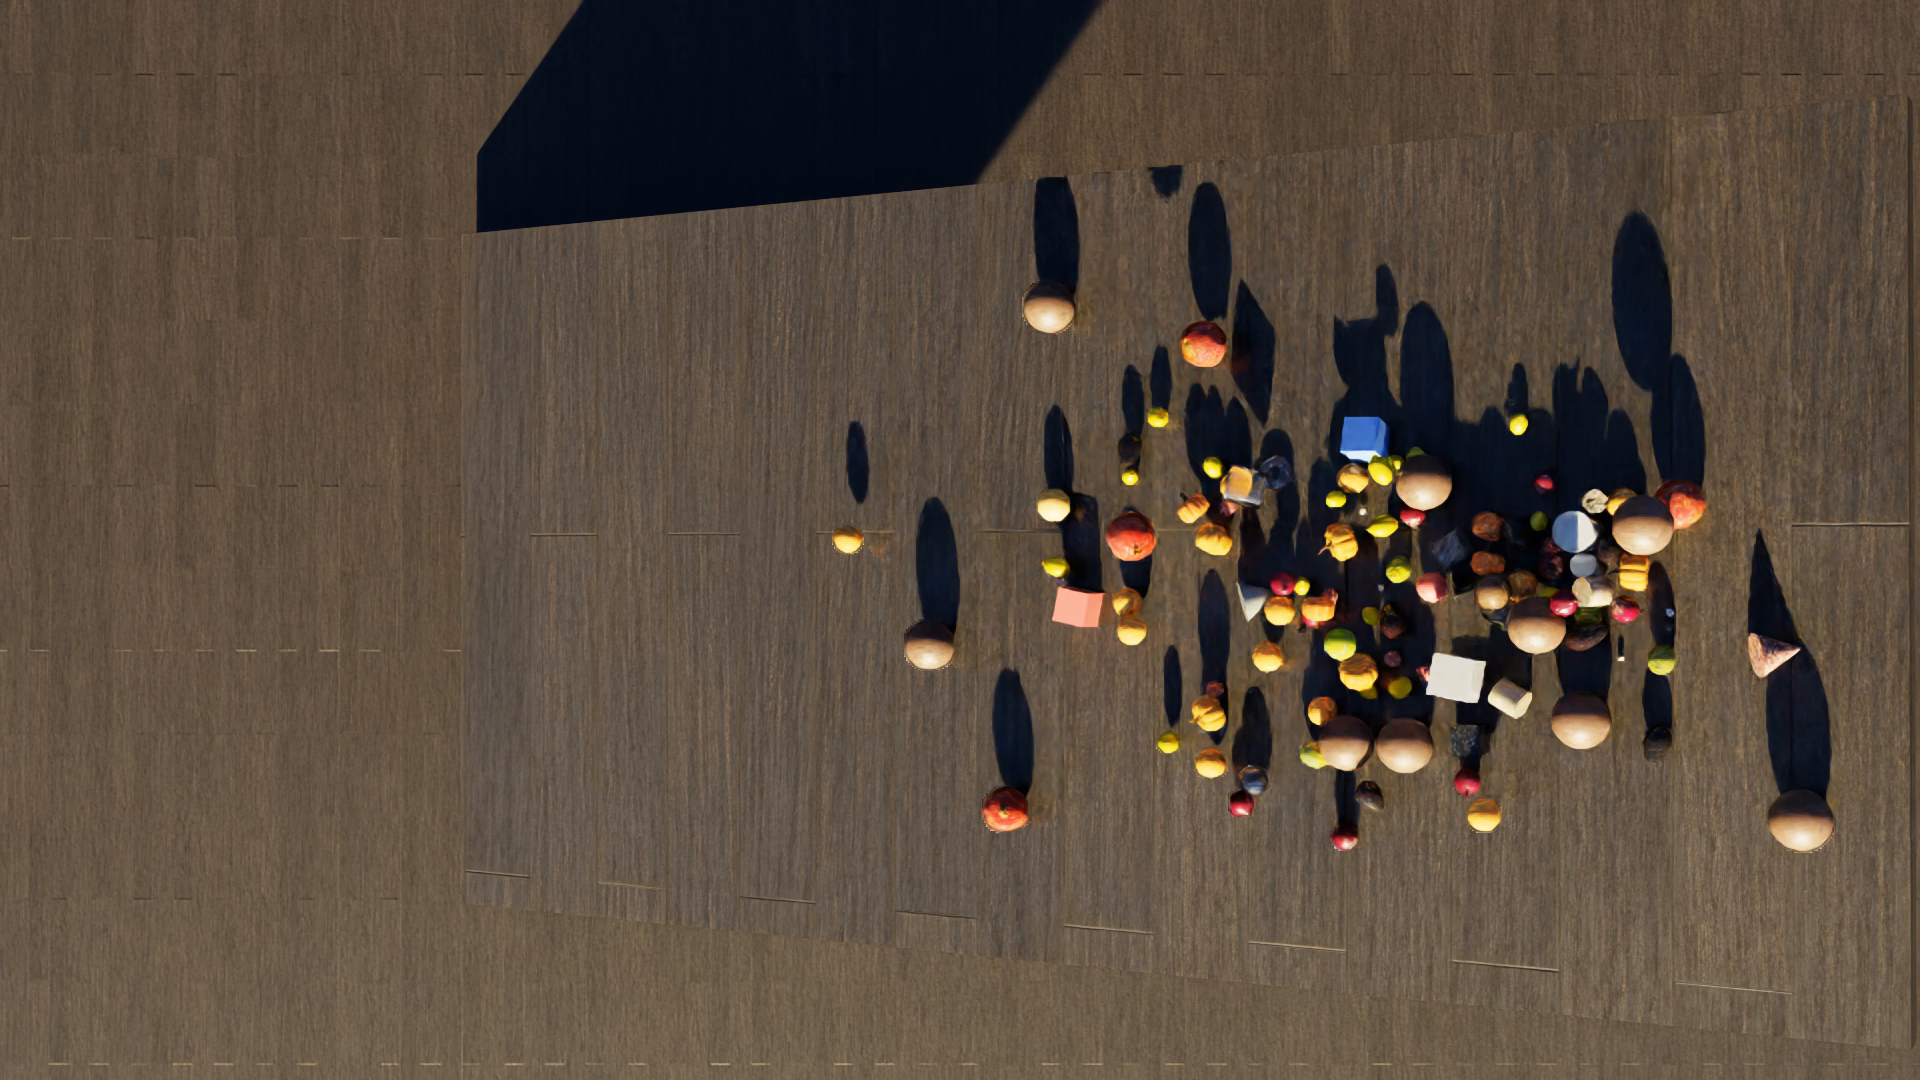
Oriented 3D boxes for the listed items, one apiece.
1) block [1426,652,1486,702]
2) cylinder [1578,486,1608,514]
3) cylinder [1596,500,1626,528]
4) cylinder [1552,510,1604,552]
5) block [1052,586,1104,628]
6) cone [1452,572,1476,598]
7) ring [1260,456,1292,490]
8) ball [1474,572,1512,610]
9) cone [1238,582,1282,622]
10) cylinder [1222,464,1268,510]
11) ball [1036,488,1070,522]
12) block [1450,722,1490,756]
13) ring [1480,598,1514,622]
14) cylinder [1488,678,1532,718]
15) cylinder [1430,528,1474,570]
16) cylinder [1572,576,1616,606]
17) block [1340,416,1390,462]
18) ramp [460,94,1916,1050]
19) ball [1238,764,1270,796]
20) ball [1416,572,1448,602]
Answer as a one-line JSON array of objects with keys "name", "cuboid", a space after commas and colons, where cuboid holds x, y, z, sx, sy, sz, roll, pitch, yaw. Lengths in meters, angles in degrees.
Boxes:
[{"name": "block", "cuboid": [1.113, 0.308, 4.933, 0.095, 0.095, 0.095, 11, 92, 28]}, {"name": "cylinder", "cuboid": [1.398, -0.088, 4.863, 0.054, 0.054, 0.054, 0, 98, 3]}, {"name": "cylinder", "cuboid": [1.451, -0.057, 4.903, 0.060, 0.060, 0.060, -1, 83, 6]}, {"name": "cylinder", "cuboid": [1.376, -0.019, 4.893, 0.092, 0.092, 0.092, 0, 90, 31]}, {"name": "block", "cuboid": [0.296, 0.167, 5.510, 0.085, 0.085, 0.085, 13, 96, 29]}, {"name": "cone", "cuboid": [1.149, 0.115, 5.060, 0.059, 0.059, 0.059, 19, 130, 0]}, {"name": "ring", "cuboid": [0.759, -0.161, 5.283, 0.084, 0.028, 0.084, 0, 90, 31]}, {"name": "ball", "cuboid": [1.195, 0.114, 4.934, 0.086, 0.086, 0.086, 0, 89, 0]}, {"name": "cone", "cuboid": [0.728, 0.138, 5.288, 0.100, 0.100, 0.100, -14, 89, 2]}, {"name": "cylinder", "cuboid": [0.676, -0.126, 5.216, 0.088, 0.088, 0.088, 15, 89, 3]}, {"name": "ball", "cuboid": [0.237, -0.089, 5.546, 0.086, 0.086, 0.086, 0, 89, 0]}, {"name": "block", "cuboid": [1.165, 0.456, 5.023, 0.069, 0.069, 0.069, -6, 86, 29]}, {"name": "ring", "cuboid": [1.221, 0.152, 4.993, 0.080, 0.080, 0.027, -36, 128, 0]}, {"name": "cylinder", "cuboid": [1.244, 0.358, 4.973, 0.069, 0.069, 0.069, 33, 89, 35]}, {"name": "cylinder", "cuboid": [1.130, 0.020, 5.046, 0.070, 0.070, 0.070, -35, 89, 26]}, {"name": "cylinder", "cuboid": [1.398, 0.114, 4.853, 0.065, 0.065, 0.065, -2, 89, -23]}, {"name": "block", "cuboid": [0.947, -0.234, 5.132, 0.084, 0.084, 0.084, 0, 74, 31]}, {"name": "ramp", "cuboid": [0.271, 0.075, 5.631, 4.000, 0.100, 2.000, 0, 89, 30]}, {"name": "ball", "cuboid": [0.706, 0.576, 5.279, 0.075, 0.075, 0.075, 0, 89, 0]}, {"name": "ball", "cuboid": [1.088, 0.108, 5.070, 0.070, 0.070, 0.070, 0, 89, 0]}]
